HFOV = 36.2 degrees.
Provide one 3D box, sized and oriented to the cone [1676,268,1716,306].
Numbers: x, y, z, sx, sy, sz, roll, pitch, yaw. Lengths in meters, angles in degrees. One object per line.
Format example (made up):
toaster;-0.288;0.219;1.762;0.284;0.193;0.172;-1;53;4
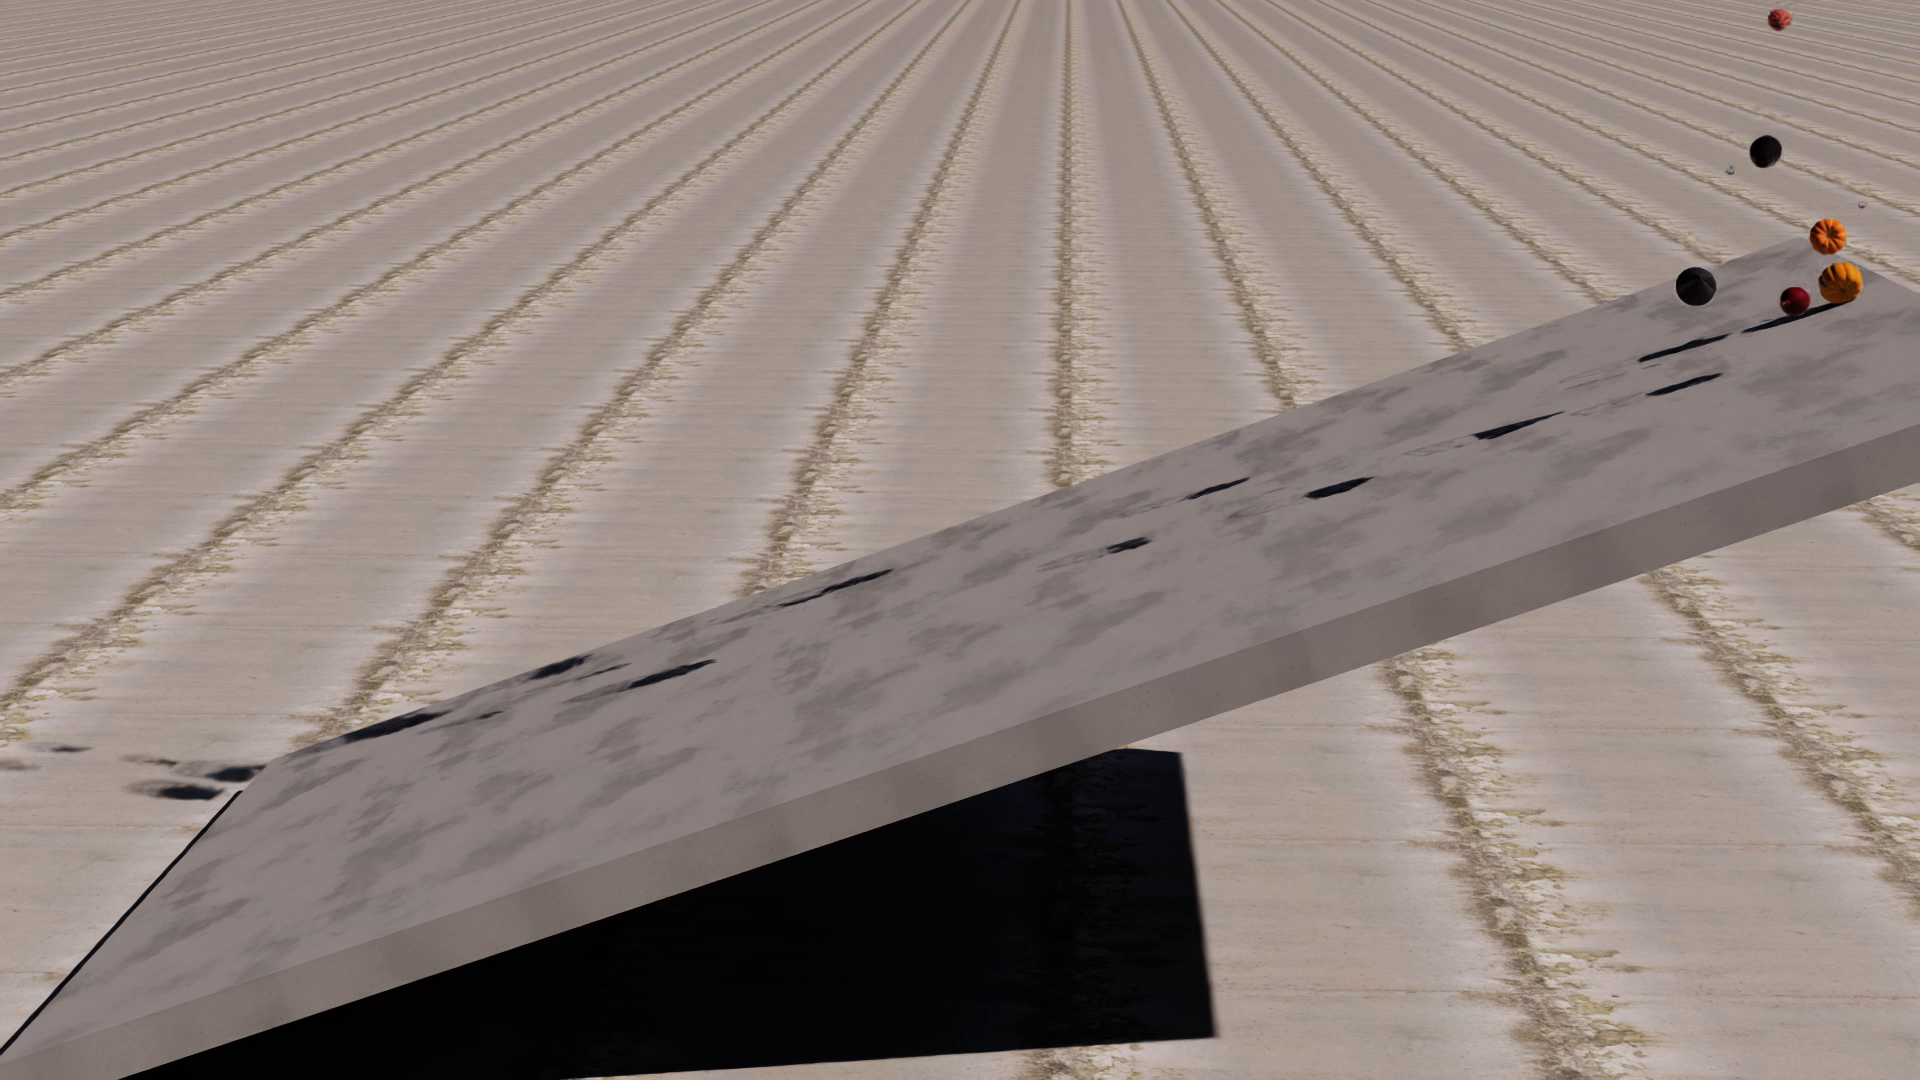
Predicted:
cone;1.501;-0.525;5.980;0.081;0.081;0.081;2;-8;8

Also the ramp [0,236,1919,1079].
ramp;0.112;0.178;6.300;4.000;0.100;2.000;-19;11;6
